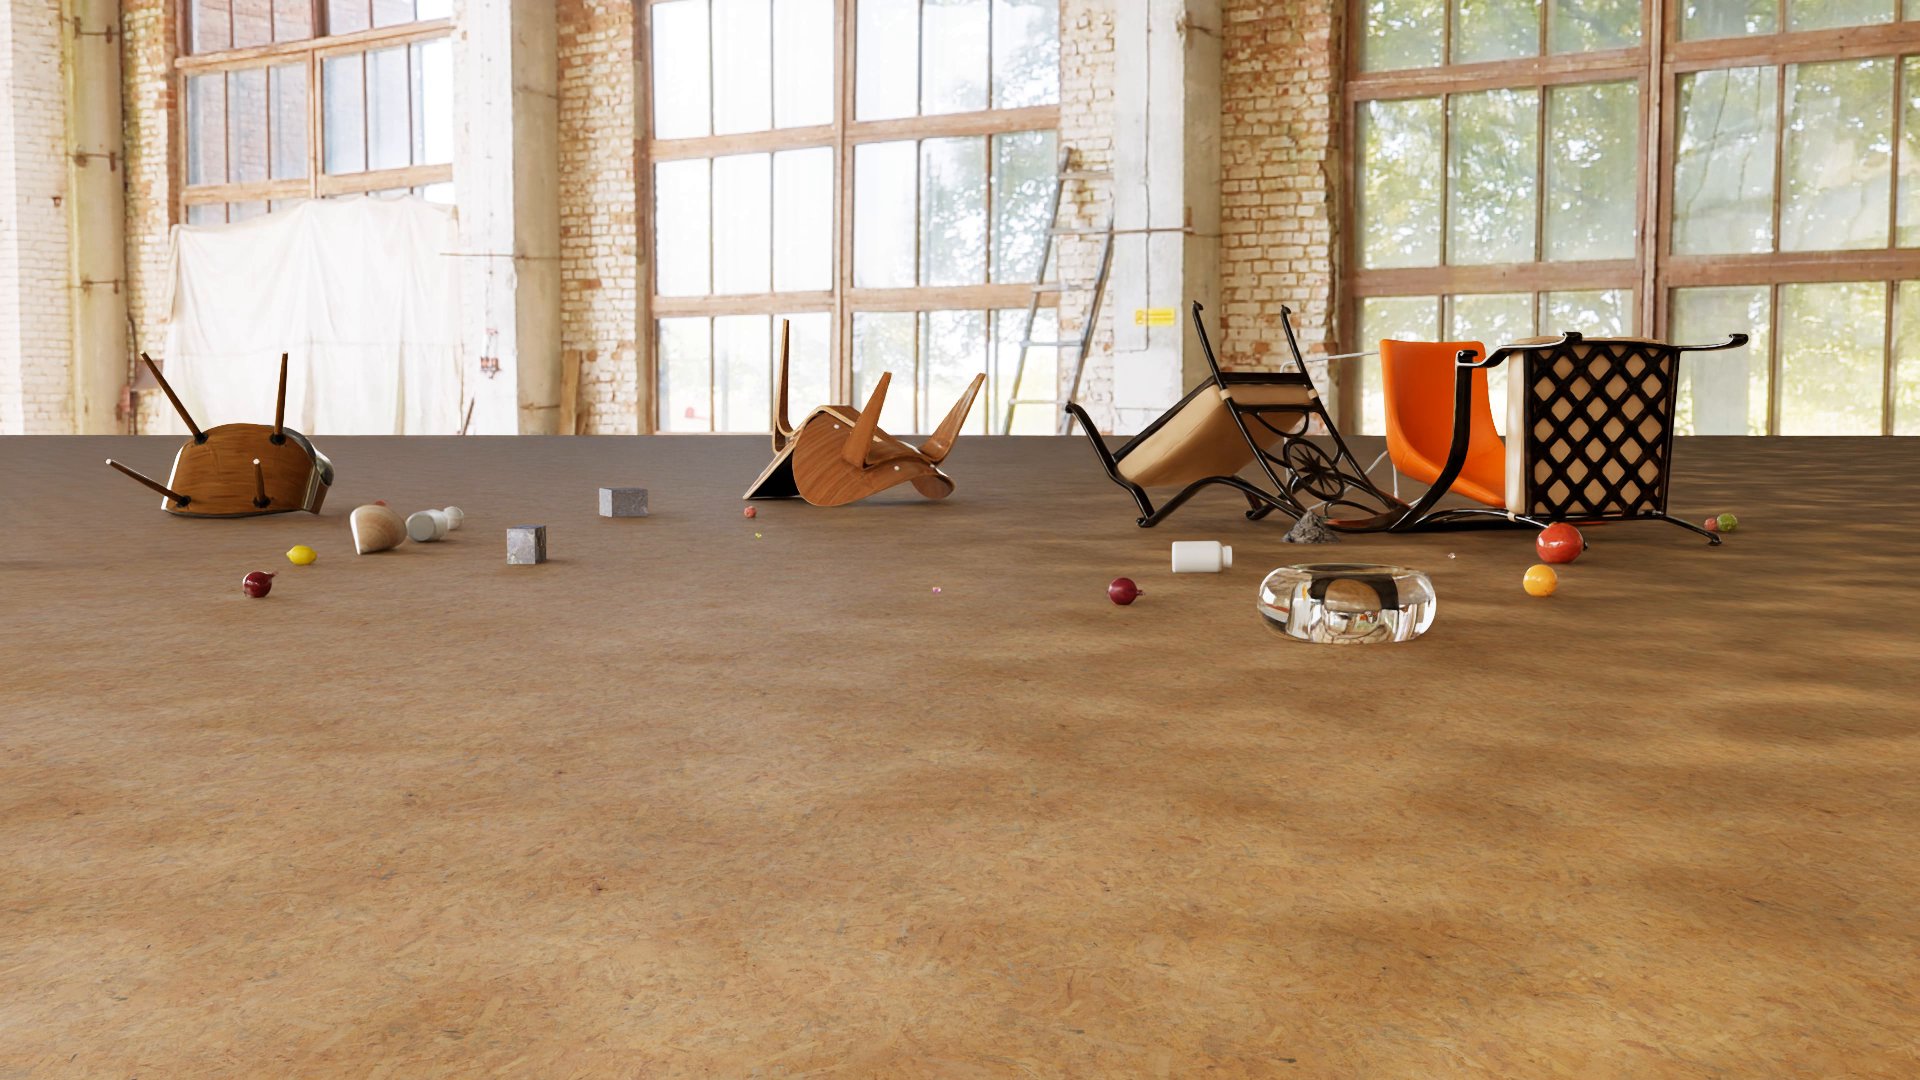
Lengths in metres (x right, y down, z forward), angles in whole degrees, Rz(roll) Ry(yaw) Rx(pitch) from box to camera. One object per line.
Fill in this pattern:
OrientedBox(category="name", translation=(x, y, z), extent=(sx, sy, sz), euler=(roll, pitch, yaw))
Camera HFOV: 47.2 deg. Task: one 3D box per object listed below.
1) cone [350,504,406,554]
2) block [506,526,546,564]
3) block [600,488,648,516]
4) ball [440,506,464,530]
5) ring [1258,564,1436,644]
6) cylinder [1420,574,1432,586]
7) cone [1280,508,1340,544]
OrientedBox(category="cone", translation=(-1.628, 0.002, 6.057), extent=(0.161, 0.130, 0.201), euler=(18, 22, -6))
OrientedBox(category="block", translation=(-1.128, 0.011, 5.727), extent=(0.071, 0.090, 0.159), euler=(0, 4, 0))
OrientedBox(category="block", translation=(-1.196, -0.135, 7.821), extent=(0.131, 0.094, 0.158), euler=(-2, 4, -24))
OrientedBox(category="ball", translation=(-1.620, -0.069, 7.014), extent=(0.074, 0.074, 0.074), euler=(0, 4, 0))
OrientedBox(category="ring", translation=(0.701, 0.114, 3.985), extent=(0.355, 0.128, 0.282), euler=(-1, 5, -35))
OrientedBox(category="cylinder", translation=(0.976, 0.096, 4.773), extent=(0.071, 0.052, 0.066), euler=(13, 18, 35))
OrientedBox(category="cone", translation=(1.035, -0.045, 6.494), extent=(0.178, 0.097, 0.185), euler=(3, 5, 36))
